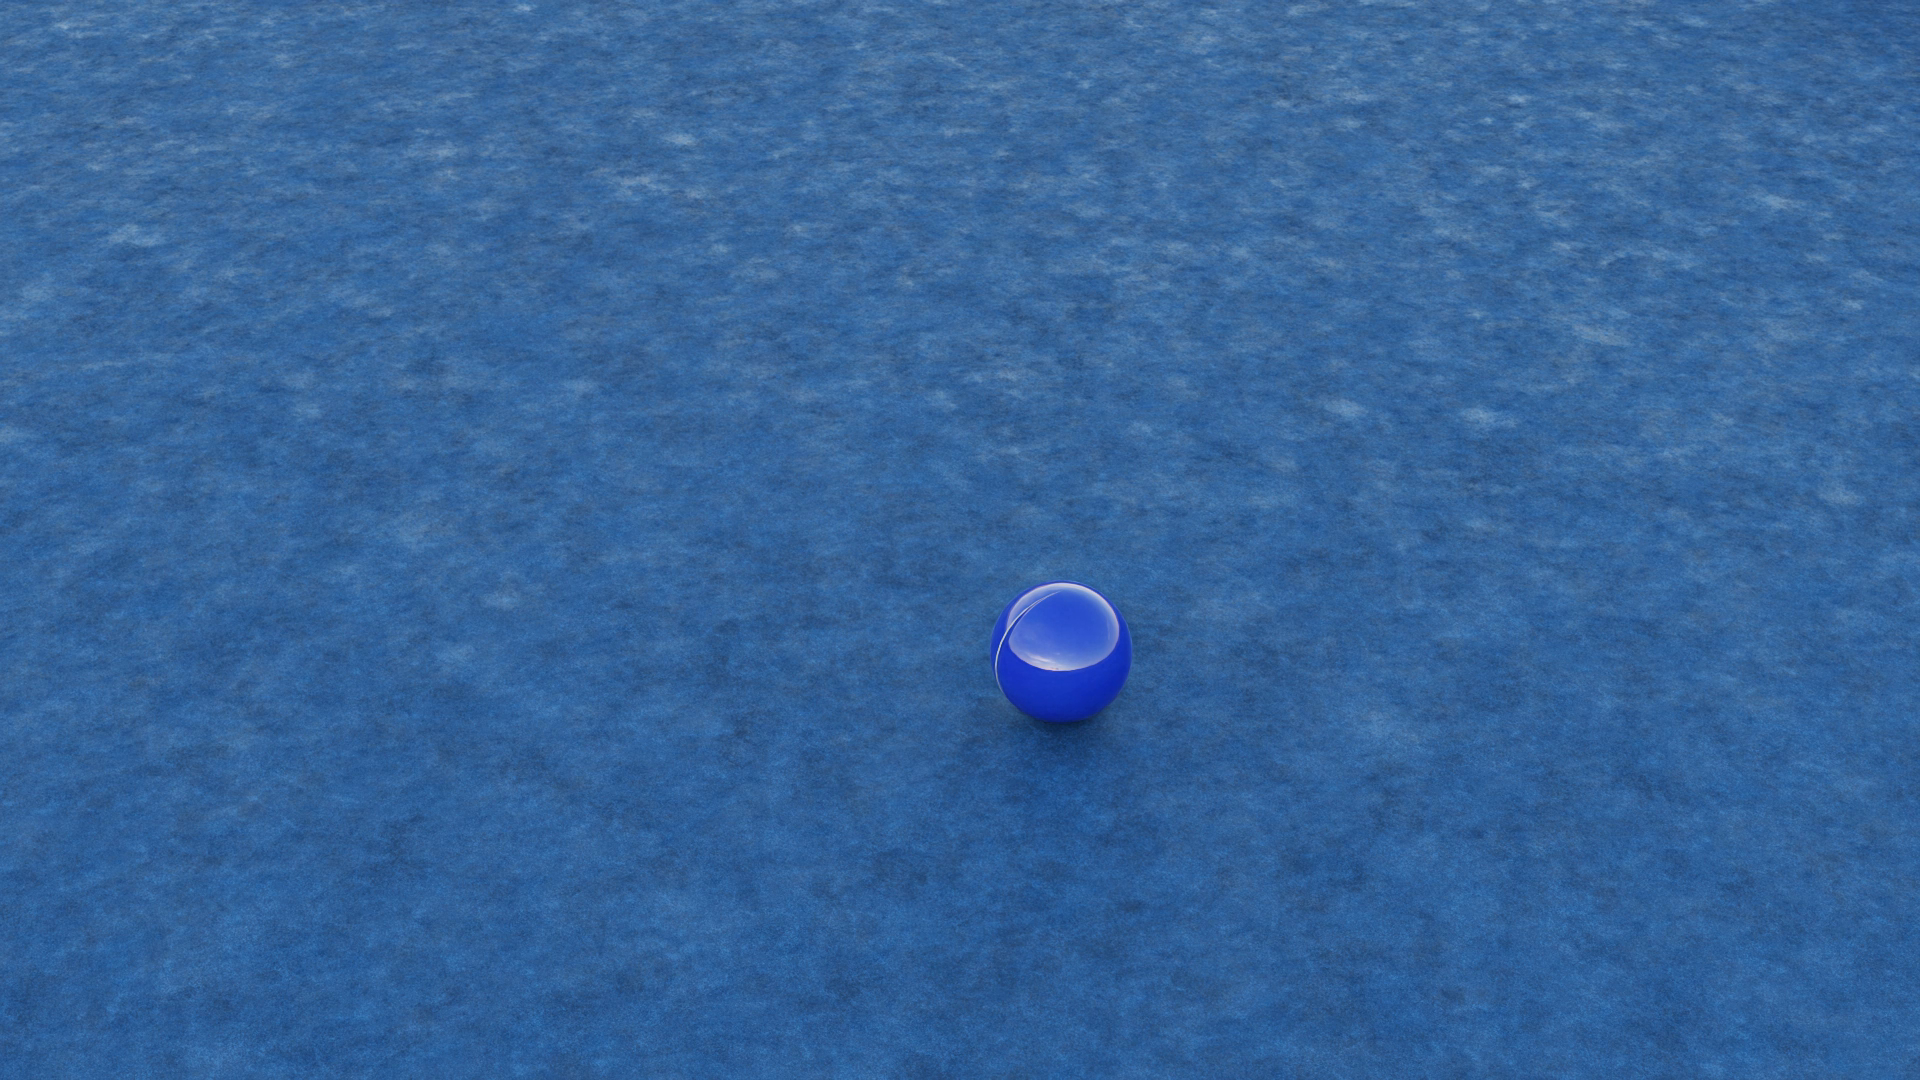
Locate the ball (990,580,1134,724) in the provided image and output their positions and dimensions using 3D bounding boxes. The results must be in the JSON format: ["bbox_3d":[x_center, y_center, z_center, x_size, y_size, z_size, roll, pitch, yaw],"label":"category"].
[{"bbox_3d":[0.055,0.060,1.589,0.078,0.078,0.078,0,31,0],"label":"ball"}]
